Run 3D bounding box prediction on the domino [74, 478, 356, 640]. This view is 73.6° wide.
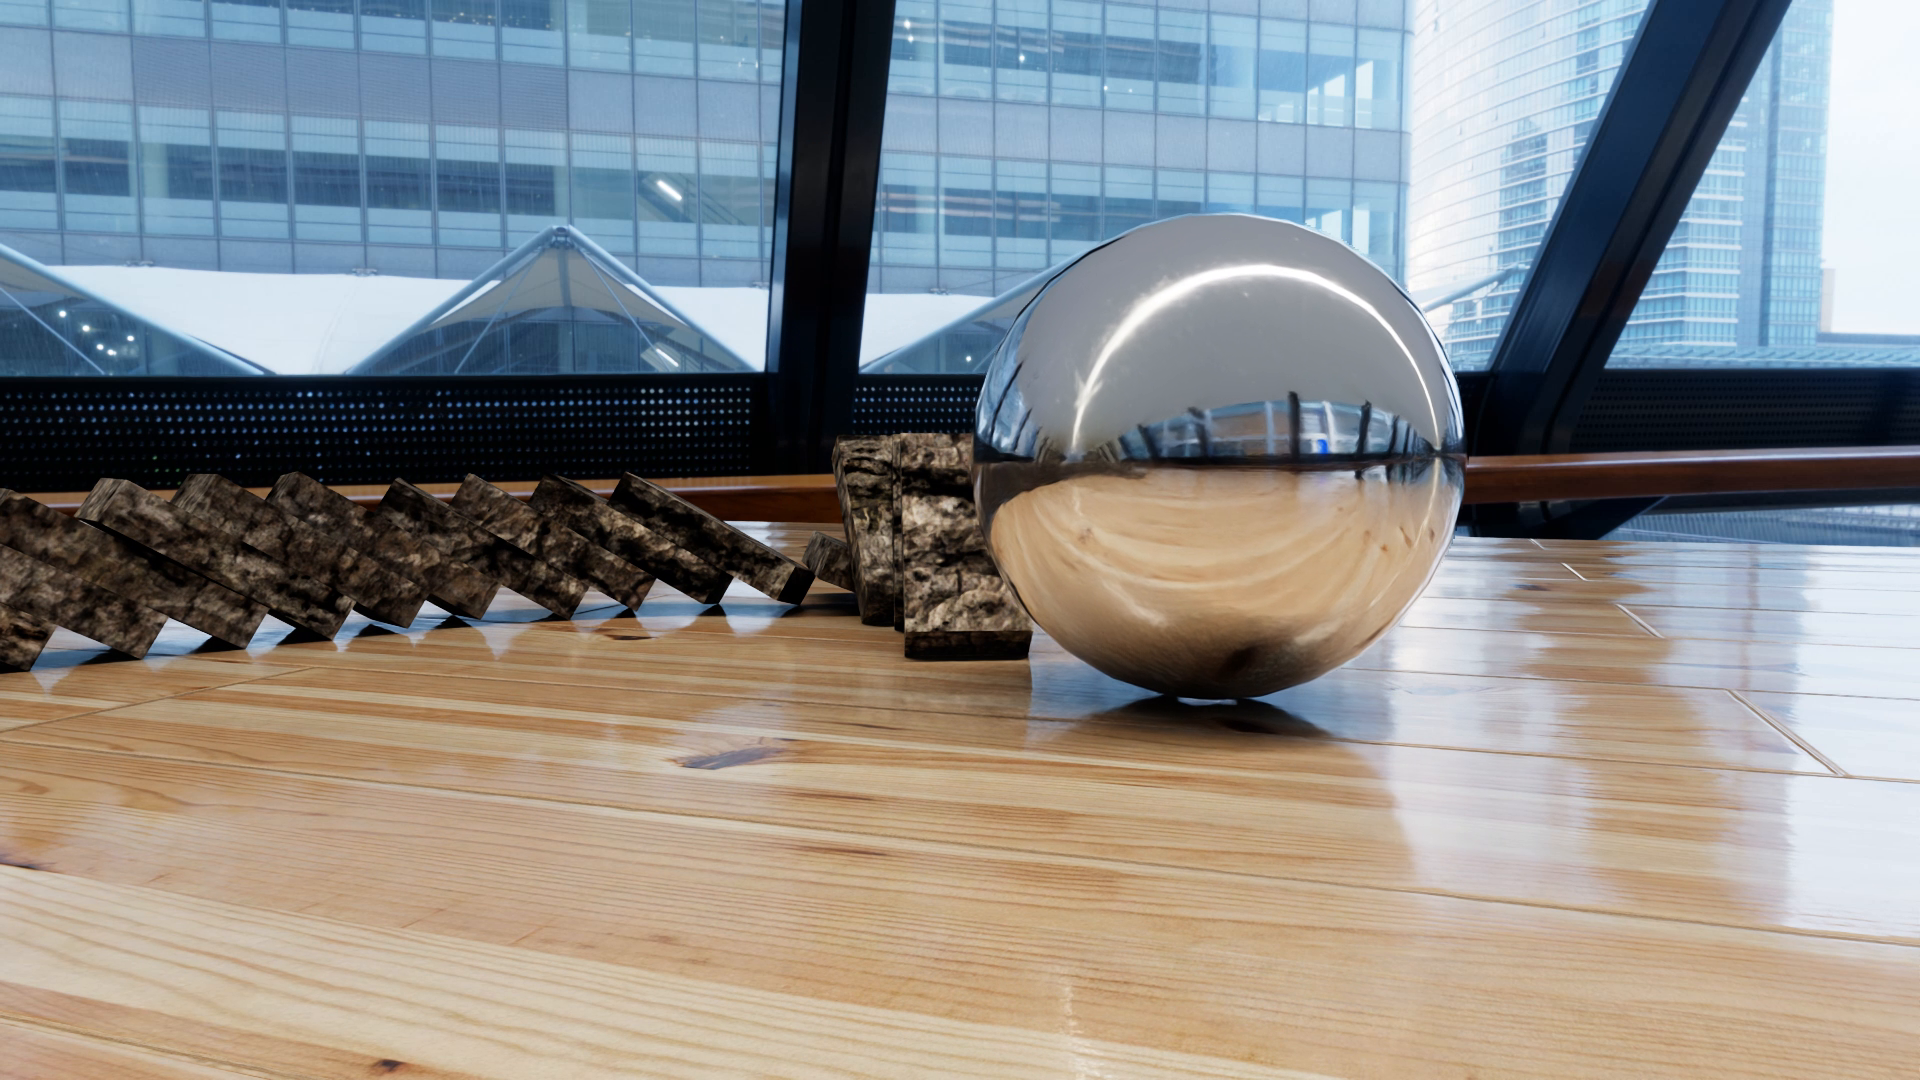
[{"bbox_3d":[-0.158,0.004,0.273,0.025,0.009,0.050,4,-27,46],"label":"domino"}]

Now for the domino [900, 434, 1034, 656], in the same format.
[{"bbox_3d":[0.000,0.000,0.269,0.025,0.050,0.009,0,-35,-4],"label":"domino"}]

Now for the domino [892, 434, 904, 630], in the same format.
[{"bbox_3d":[-0.003,-0.003,0.305,0.025,0.050,0.009,0,-35,-4],"label":"domino"}]

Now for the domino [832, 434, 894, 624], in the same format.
[{"bbox_3d":[-0.015,-0.004,0.318,0.025,0.050,0.009,-1,-35,-18],"label":"domino"}]

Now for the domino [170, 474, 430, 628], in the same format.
[{"bbox_3d":[-0.146,0.003,0.285,0.025,0.009,0.050,3,-28,47],"label":"domino"}]

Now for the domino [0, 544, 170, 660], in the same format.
[{"bbox_3d":[-0.184,0.007,0.248,0.025,0.009,0.050,5,-25,46],"label":"domino"}]

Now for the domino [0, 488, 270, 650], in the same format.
[{"bbox_3d":[-0.170,0.006,0.261,0.025,0.010,0.050,4,-25,46],"label":"domino"}]

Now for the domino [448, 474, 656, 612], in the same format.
[{"bbox_3d":[-0.101,0.001,0.320,0.050,0.010,0.025,32,-8,-16],"label":"domino"}]

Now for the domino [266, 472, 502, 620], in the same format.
[{"bbox_3d":[-0.135,0.002,0.298,0.050,0.009,0.025,36,-20,-30],"label":"domino"}]

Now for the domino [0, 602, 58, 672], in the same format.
[{"bbox_3d":[-0.197,0.008,0.235,0.025,0.009,0.050,4,-24,46],"label":"domino"}]

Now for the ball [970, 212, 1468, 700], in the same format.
[{"bbox_3d":[0.042,-0.014,0.214,0.080,0.080,0.080,0,4,0],"label":"ball"}]

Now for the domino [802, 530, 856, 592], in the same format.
[{"bbox_3d":[-0.027,0.008,0.342,0.025,0.009,0.050,22,0,-13],"label":"domino"}]

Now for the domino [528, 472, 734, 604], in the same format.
[{"bbox_3d":[-0.083,0.000,0.329,0.050,0.009,0.025,29,-3,0],"label":"domino"}]

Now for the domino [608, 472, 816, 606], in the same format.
[{"bbox_3d":[-0.063,0.000,0.329,0.050,0.010,0.025,29,-2,8],"label":"domino"}]

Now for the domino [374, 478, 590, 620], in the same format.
[{"bbox_3d":[-0.116,0.002,0.313,0.050,0.009,0.025,32,-8,-20],"label":"domino"}]
